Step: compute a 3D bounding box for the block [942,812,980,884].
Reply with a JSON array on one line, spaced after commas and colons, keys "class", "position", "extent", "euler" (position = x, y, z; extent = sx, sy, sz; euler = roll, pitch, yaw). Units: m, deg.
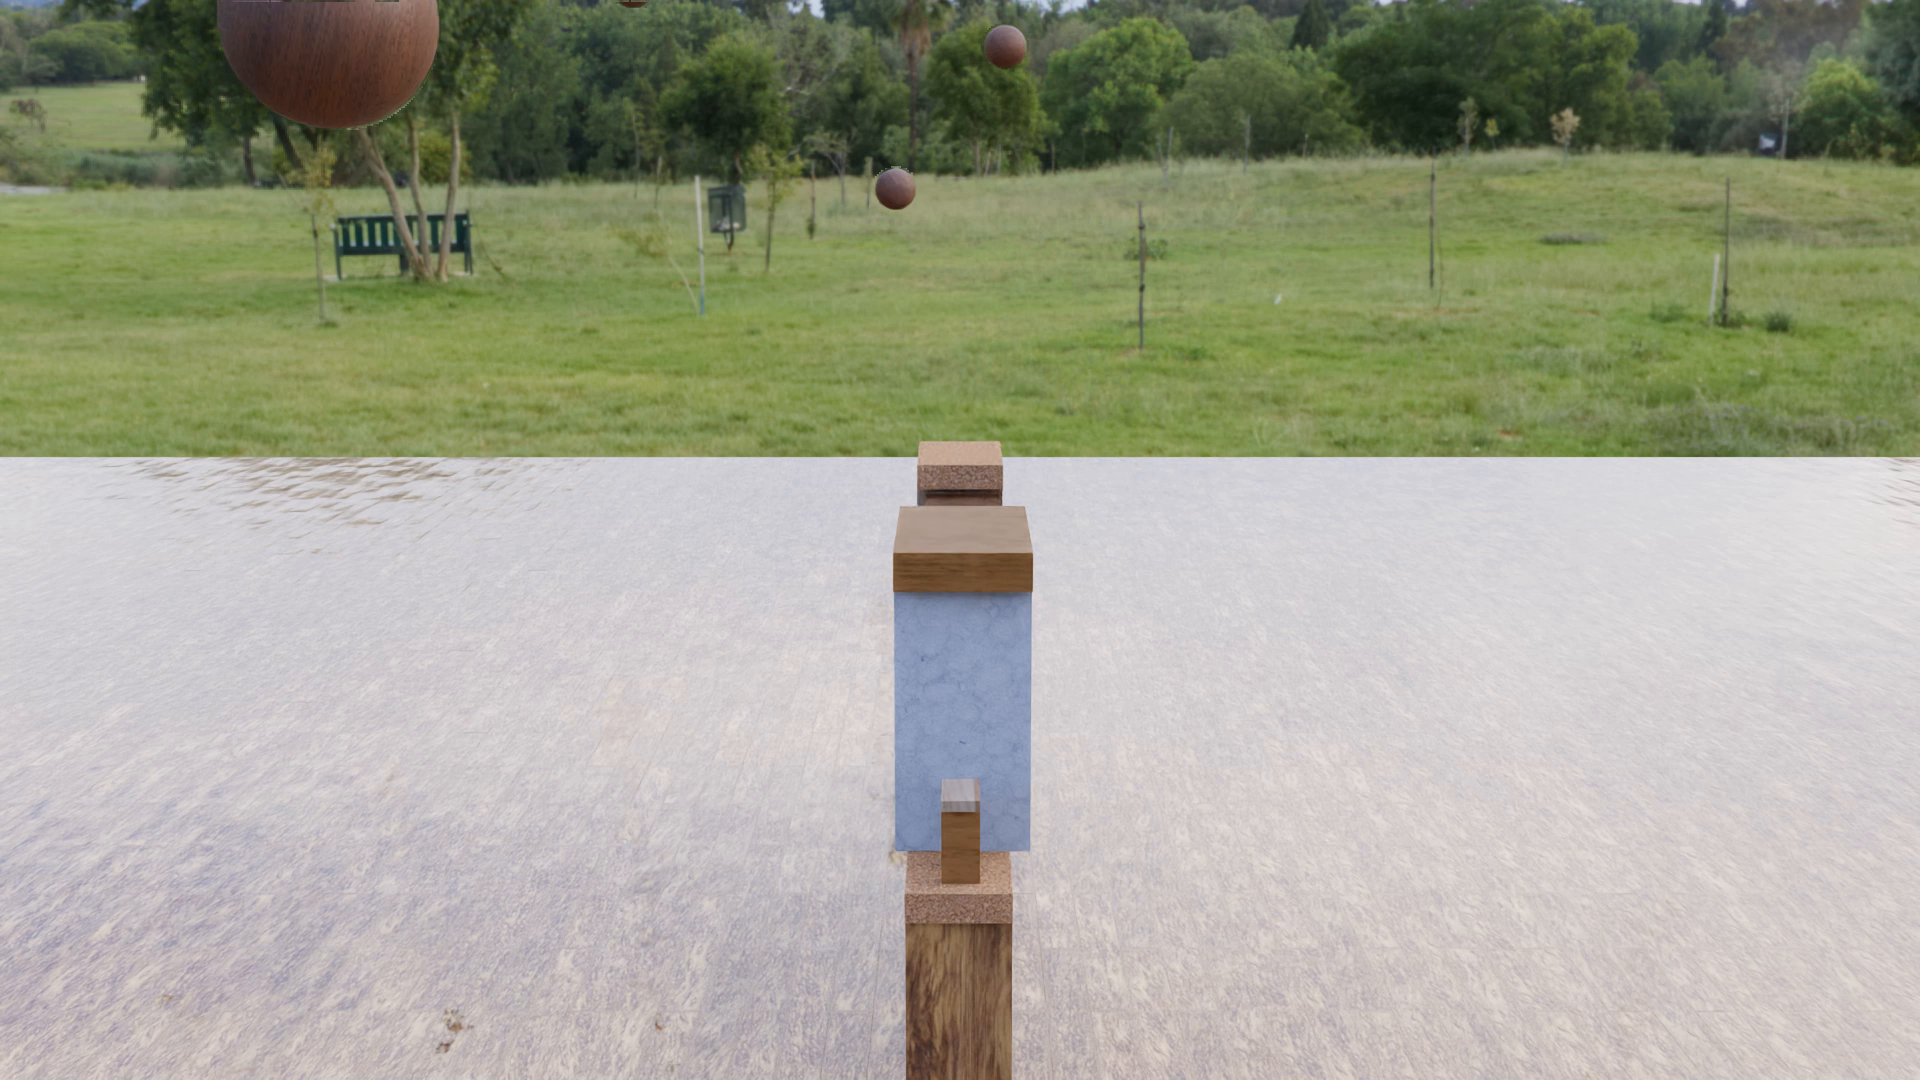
[{"class": "block", "position": [0.001, 0.387, 2.792], "extent": [0.049, 0.098, 0.014], "euler": [0, 11, 0]}]

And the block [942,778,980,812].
[{"class": "block", "position": [0.001, 0.326, 2.814], "extent": [0.049, 0.014, 0.098], "euler": [0, 11, 0]}]

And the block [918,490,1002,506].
[{"class": "block", "position": [0.000, 0.047, 3.673], "extent": [0.141, 0.282, 0.040], "euler": [0, 11, 0]}]

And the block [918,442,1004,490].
[{"class": "block", "position": [0.000, -0.128, 3.736], "extent": [0.141, 0.040, 0.282], "euler": [0, 11, 0]}]

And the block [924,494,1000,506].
[{"class": "block", "position": [0.004, -0.036, 3.483], "extent": [0.120, 0.034, 0.240], "euler": [0, 11, 0]}]

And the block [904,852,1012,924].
[{"class": "block", "position": [-0.002, 0.438, 2.894], "extent": [0.136, 0.039, 0.272], "euler": [0, 11, 0]}]

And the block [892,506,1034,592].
[{"class": "block", "position": [0.004, 0.009, 2.993], "extent": [0.180, 0.051, 0.359], "euler": [0, 11, 0]}]

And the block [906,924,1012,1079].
[{"class": "block", "position": [-0.001, 0.607, 2.833], "extent": [0.136, 0.272, 0.039], "euler": [0, 11, 0]}]

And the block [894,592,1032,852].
[{"class": "block", "position": [0.004, 0.232, 2.913], "extent": [0.180, 0.359, 0.051], "euler": [0, 11, 0]}]
